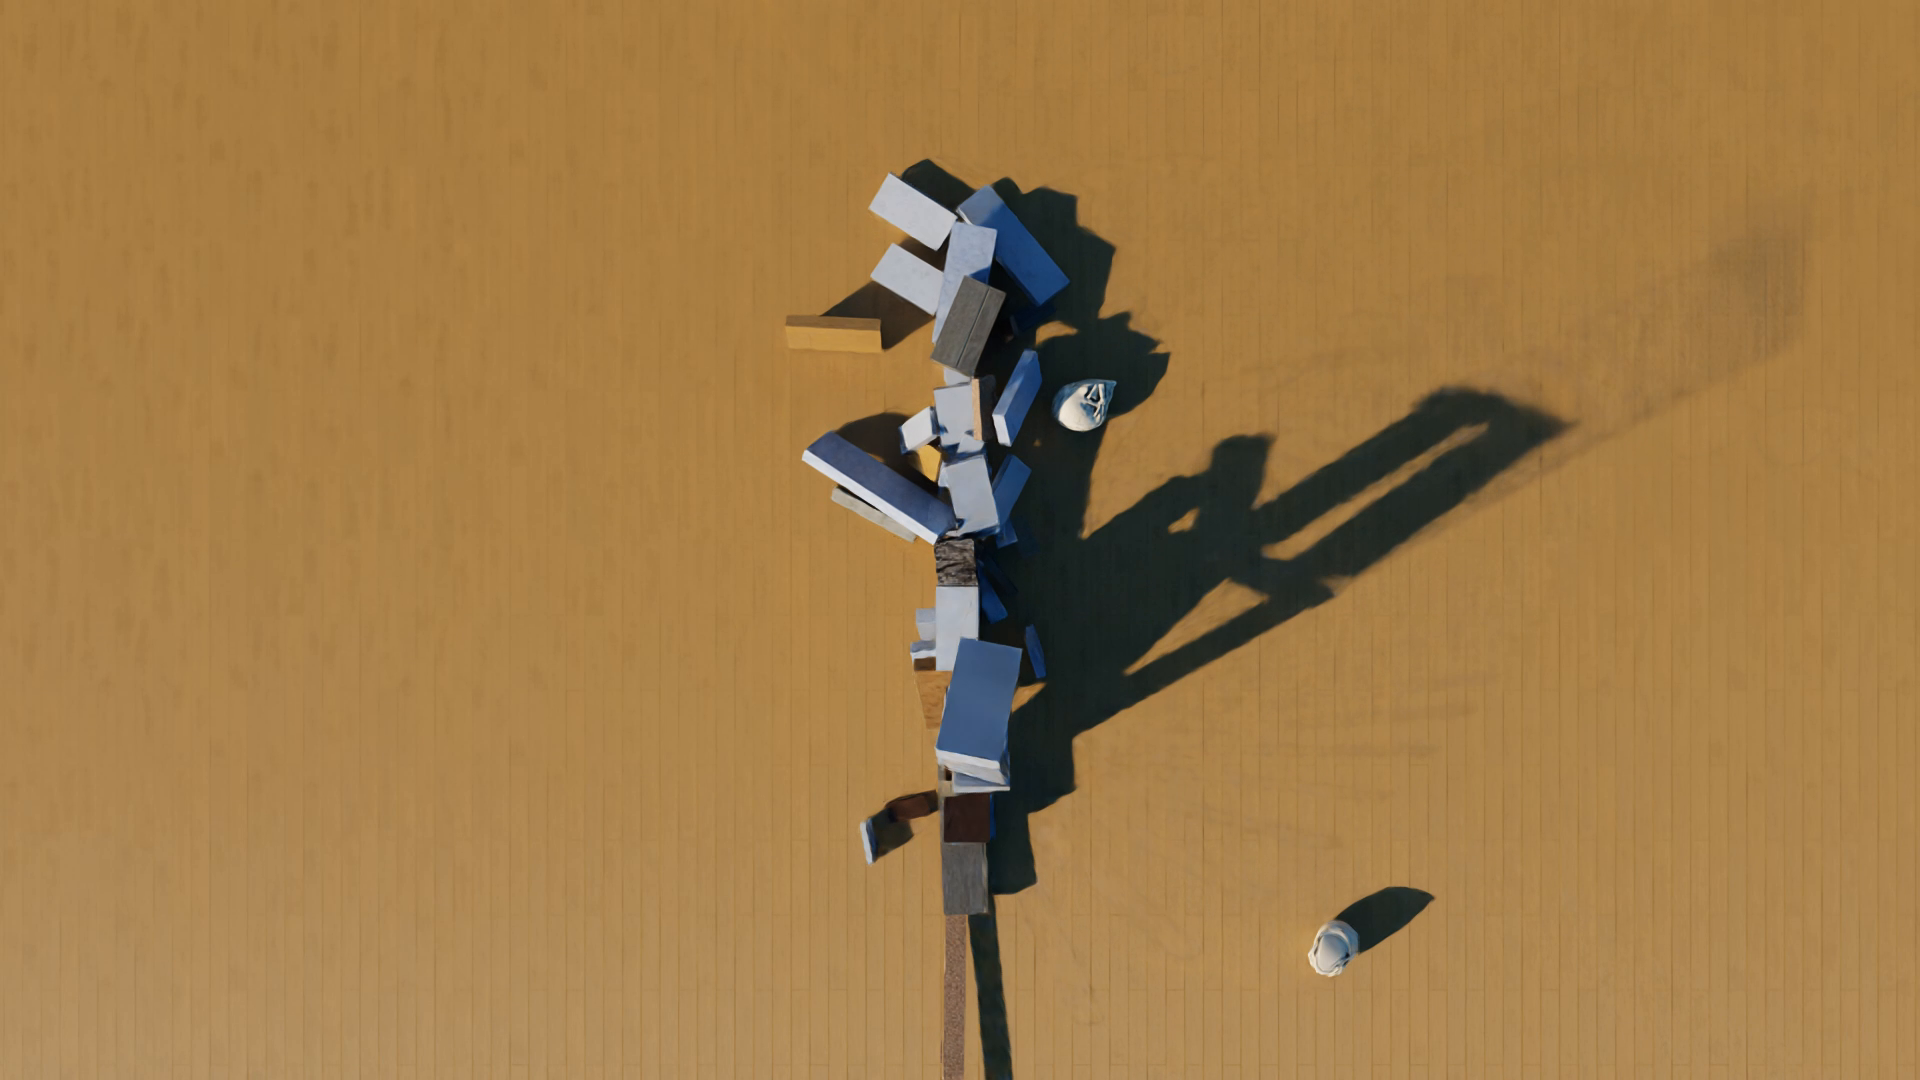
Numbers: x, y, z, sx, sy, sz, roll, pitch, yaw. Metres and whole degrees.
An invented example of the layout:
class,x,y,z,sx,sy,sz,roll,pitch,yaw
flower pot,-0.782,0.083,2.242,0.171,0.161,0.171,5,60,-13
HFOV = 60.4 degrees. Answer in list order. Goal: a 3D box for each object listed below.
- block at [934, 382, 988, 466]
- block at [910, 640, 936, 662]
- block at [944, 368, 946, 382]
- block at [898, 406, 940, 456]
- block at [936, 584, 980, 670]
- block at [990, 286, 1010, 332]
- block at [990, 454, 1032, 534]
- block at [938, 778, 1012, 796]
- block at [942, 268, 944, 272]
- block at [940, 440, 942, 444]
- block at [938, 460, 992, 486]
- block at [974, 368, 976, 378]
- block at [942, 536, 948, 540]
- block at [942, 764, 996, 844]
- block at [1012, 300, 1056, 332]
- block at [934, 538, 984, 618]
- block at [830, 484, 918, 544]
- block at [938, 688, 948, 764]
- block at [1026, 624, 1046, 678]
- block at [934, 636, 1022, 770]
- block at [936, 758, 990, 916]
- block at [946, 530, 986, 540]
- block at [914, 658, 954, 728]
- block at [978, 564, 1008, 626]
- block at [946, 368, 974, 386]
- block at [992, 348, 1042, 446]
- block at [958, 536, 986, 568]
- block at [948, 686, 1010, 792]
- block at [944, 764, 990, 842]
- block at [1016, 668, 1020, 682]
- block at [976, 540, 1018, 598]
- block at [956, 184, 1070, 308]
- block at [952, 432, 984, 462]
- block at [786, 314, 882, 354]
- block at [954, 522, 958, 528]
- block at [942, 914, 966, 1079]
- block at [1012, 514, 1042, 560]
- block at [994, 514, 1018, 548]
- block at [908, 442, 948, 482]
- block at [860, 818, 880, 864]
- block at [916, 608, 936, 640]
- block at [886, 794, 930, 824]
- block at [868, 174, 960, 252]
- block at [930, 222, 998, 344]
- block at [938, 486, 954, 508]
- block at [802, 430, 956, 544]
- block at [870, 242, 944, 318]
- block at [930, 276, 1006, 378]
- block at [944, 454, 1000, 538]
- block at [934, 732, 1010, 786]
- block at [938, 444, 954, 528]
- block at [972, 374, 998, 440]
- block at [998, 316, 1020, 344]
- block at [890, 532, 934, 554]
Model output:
class,x,y,z,sx,sy,sz,roll,pitch,yaw
block,0.005,-0.362,5.346,0.140,0.040,0.281,-8,107,3
block,-0.042,0.458,5.297,0.169,0.048,0.338,-7,129,8
block,0.000,-0.636,5.463,0.109,0.031,0.219,0,101,0
block,-0.135,-0.357,5.400,0.028,0.198,0.099,3,72,-32
block,-0.007,0.268,5.016,0.130,0.037,0.259,0,99,3
block,0.103,-0.753,5.387,0.067,0.019,0.135,30,86,1
block,0.143,-0.152,5.430,0.107,0.030,0.243,37,76,-42
block,0.041,0.761,5.151,0.169,0.385,0.048,-9,82,-10
block,-0.003,-0.794,5.485,0.109,0.031,0.219,0,90,0
block,0.002,-0.357,5.428,0.140,0.040,0.281,0,112,0
block,0.017,-0.207,5.324,0.162,0.023,0.081,7,109,-10
block,0.007,-0.523,5.456,0.094,0.027,0.188,-2,109,1
block,-0.005,0.034,5.468,0.128,0.064,0.018,42,93,0
block,0.029,0.836,5.410,0.149,0.042,0.298,-6,87,-5
block,0.246,-0.755,5.490,0.135,0.019,0.068,-33,90,0
block,-0.005,0.126,5.339,0.130,0.037,0.259,-4,99,12
block,-0.261,-0.101,5.408,0.309,0.154,0.044,28,111,5
block,0.027,0.592,5.214,0.169,0.338,0.048,2,46,-5
block,0.247,0.363,5.382,0.030,0.213,0.107,-17,105,6
block,0.054,0.451,4.589,0.179,0.051,0.357,11,57,3
block,0.009,0.961,5.443,0.149,0.042,0.535,-2,87,-5
block,0.018,-0.018,5.466,0.136,0.068,0.019,7,91,0
block,-0.039,0.483,5.207,0.169,0.338,0.048,-3,52,4
block,0.067,0.153,5.424,0.064,0.018,0.263,-31,102,-6
block,-0.001,-0.567,5.404,0.094,0.027,0.188,-1,97,1
block,0.188,-0.464,5.359,0.042,0.147,0.293,12,56,21
block,0.034,0.041,5.468,0.018,0.064,0.128,-45,90,3
block,0.058,0.593,4.998,0.169,0.048,0.338,0,63,-5
block,0.023,0.832,5.367,0.149,0.042,0.298,1,86,-5
block,0.074,0.401,4.863,0.179,0.357,0.051,3,76,-1
block,0.116,0.096,5.446,0.030,0.107,0.213,-38,90,3
block,0.175,-0.975,5.466,0.135,0.038,0.424,-40,90,-13
block,0.021,-0.271,5.341,0.069,0.020,0.139,21,106,-7
block,-0.412,-0.677,5.420,0.309,0.154,0.044,3,69,0
block,0.028,-0.102,5.432,0.068,0.019,0.136,13,105,-6
block,-0.015,1.307,5.452,0.068,0.019,1.146,1,86,-5
block,0.210,-0.011,5.490,0.069,0.020,0.139,-27,90,0
block,0.139,-0.047,5.467,0.069,0.020,0.139,-18,72,3
block,-0.106,-0.267,5.399,0.028,0.198,0.099,3,109,-31
block,-0.300,0.998,5.465,0.019,0.068,0.136,-11,90,15
block,-0.038,0.287,5.216,0.169,0.365,0.048,-4,71,3
block,-0.173,0.895,5.490,0.136,0.019,0.068,-12,90,0
block,-0.153,-1.085,5.467,0.270,0.038,0.135,32,102,0
block,0.014,-0.824,5.354,0.147,0.042,0.399,10,85,-5
block,-0.031,-0.122,5.409,0.081,0.023,0.162,35,114,9
block,-0.258,-0.175,5.382,0.523,0.154,0.044,33,130,10
block,-0.150,-0.856,5.435,0.270,0.038,0.135,33,88,19
block,0.024,-0.686,5.305,0.147,0.042,0.293,23,84,-4
block,0.040,-0.135,5.318,0.130,0.037,0.259,-15,109,-4
block,0.040,0.627,4.731,0.179,0.357,0.051,14,74,10
block,0.000,-0.177,5.442,0.140,0.040,0.281,0,106,0
block,0.081,-0.426,5.296,0.028,0.099,0.198,6,107,34
block,0.159,-0.694,5.432,0.019,0.135,0.068,-15,90,-15
block,-0.151,0.001,5.489,0.162,0.023,0.081,3,90,0
